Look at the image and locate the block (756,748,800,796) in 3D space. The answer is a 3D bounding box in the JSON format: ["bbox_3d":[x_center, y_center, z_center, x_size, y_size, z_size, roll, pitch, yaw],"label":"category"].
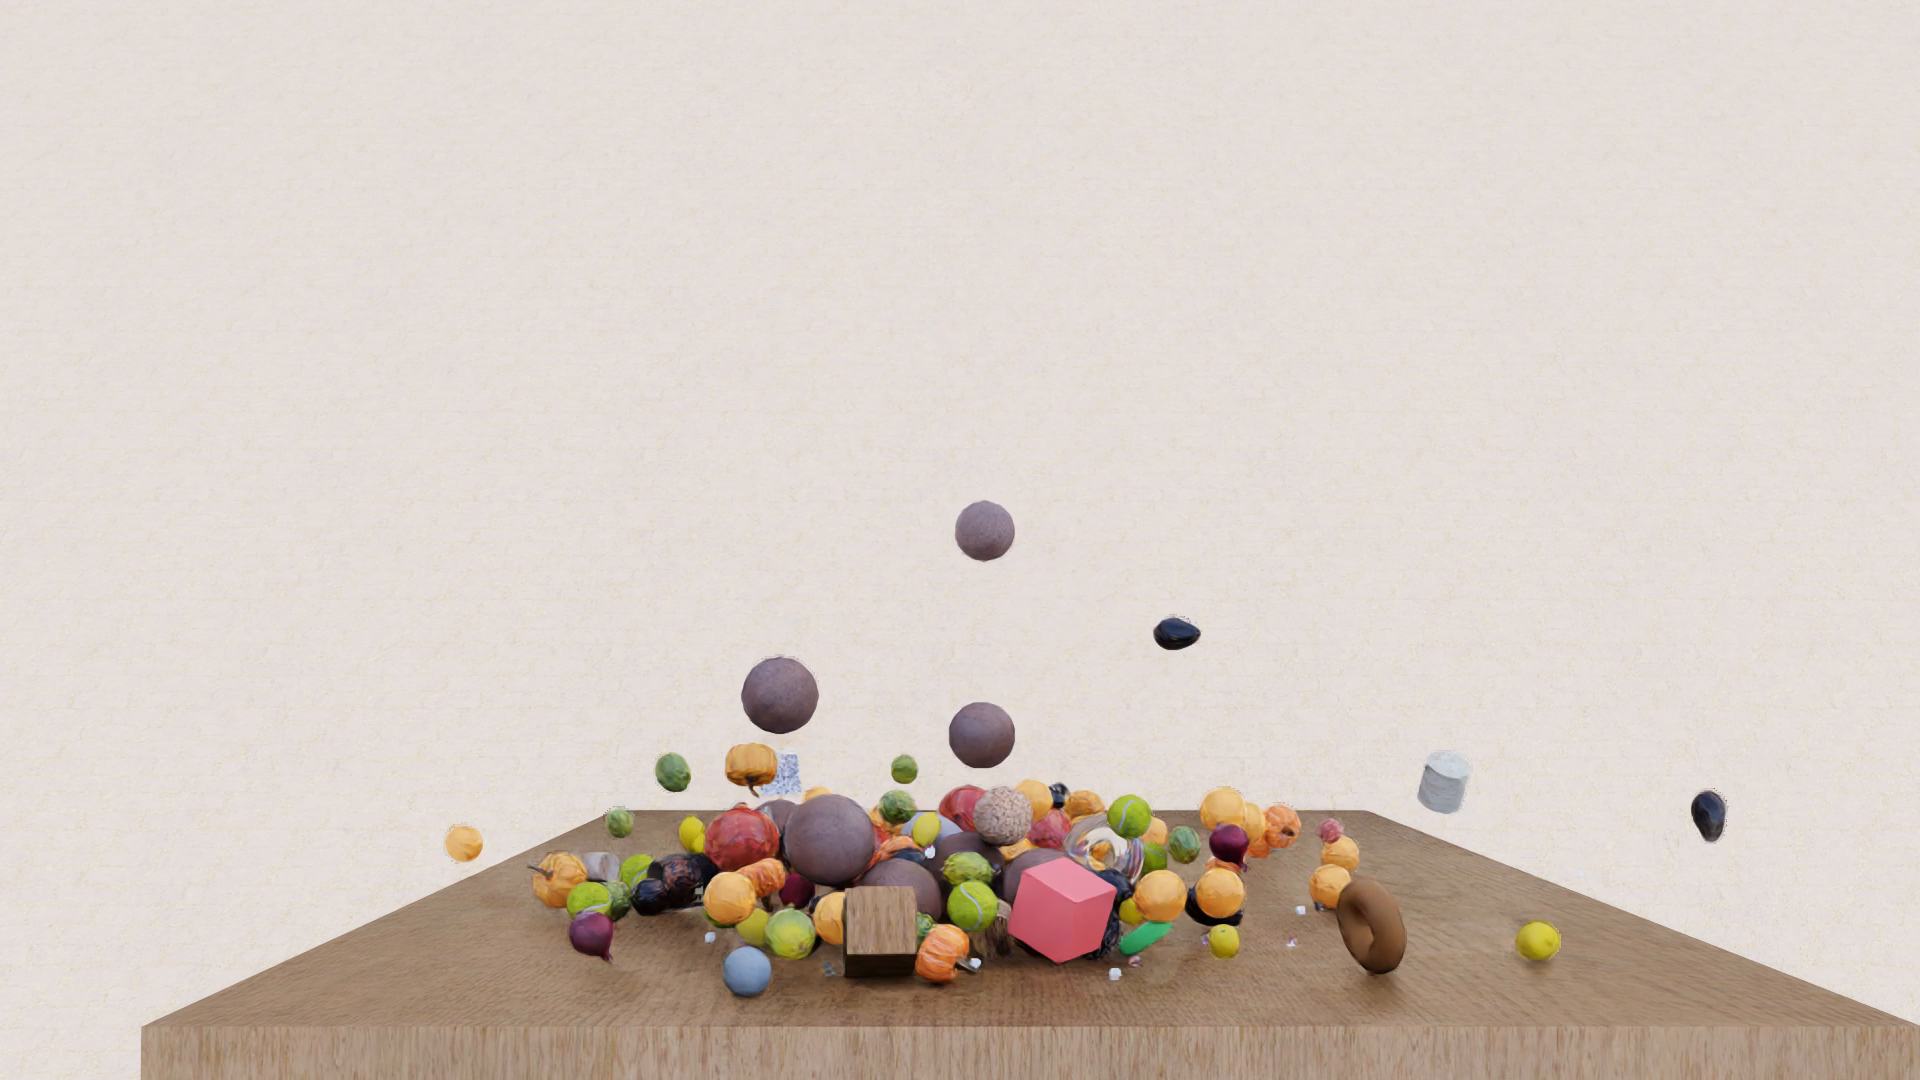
[{"bbox_3d":[-0.351,0.449,5.038,0.076,0.076,0.076,-5,4,-7],"label":"block"}]

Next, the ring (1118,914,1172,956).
[{"bbox_3d":[0.256,0.545,3.585,0.083,0.083,0.028,-28,79,-32],"label":"ring"}]

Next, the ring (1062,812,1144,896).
[{"bbox_3d":[0.227,0.506,4.156,0.143,0.048,0.143,-8,71,25],"label":"ring"}]

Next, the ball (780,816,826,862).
[{"bbox_3d":[-0.237,0.452,3.928,0.071,0.071,0.071,0,37,0],"label":"ball"}]

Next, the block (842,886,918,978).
[{"bbox_3d":[-0.104,0.505,3.345,0.090,0.090,0.090,0,61,-6],"label":"block"}]

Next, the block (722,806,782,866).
[{"bbox_3d":[-0.387,0.556,4.888,0.084,0.084,0.084,-21,-4,1],"label":"block"}]

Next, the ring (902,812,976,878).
[{"bbox_3d":[-0.037,0.530,4.476,0.146,0.049,0.146,29,29,-18],"label":"ring"}]

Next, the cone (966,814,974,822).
[{"bbox_3d":[0.053,0.631,5.881,0.087,0.087,0.087,-3,37,-3],"label":"cone"}]

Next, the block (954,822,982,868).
[{"bbox_3d":[-0.012,0.597,5.091,0.085,0.085,0.085,1,-3,-22],"label":"block"}]

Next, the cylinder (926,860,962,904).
[{"bbox_3d":[-0.041,0.561,4.245,0.069,0.069,0.069,11,68,-29],"label":"cylinder"}]

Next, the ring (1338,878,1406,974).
[{"bbox_3d":[0.538,0.505,3.406,0.043,0.128,0.128,-14,39,-21],"label":"ring"}]

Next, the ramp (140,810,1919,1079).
[{"bbox_3d":[0.081,0.682,4.916,2.000,0.100,4.000,0,-2,0],"label":"ramp"}]

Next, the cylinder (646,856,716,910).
[{"bbox_3d":[-0.442,0.544,4.125,0.083,0.083,0.083,5,31,-31],"label":"cylinder"}]

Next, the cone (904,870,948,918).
[{"bbox_3d":[-0.039,0.557,4.092,0.076,0.076,0.076,-28,9,-32],"label":"cone"}]

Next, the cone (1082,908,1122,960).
[{"bbox_3d":[0.204,0.540,3.592,0.083,0.083,0.083,30,6,34],"label":"cone"}]

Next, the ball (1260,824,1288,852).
[{"bbox_3d":[0.662,0.628,5.492,0.058,0.058,0.058,0,37,0],"label":"ball"}]

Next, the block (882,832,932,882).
[{"bbox_3d":[-0.086,0.517,4.240,0.051,0.051,0.051,34,52,-18],"label":"block"}]

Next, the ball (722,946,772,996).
[{"bbox_3d":[-0.260,0.527,3.175,0.061,0.061,0.061,0,37,0],"label":"ball"}]

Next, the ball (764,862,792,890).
[{"bbox_3d":[-0.322,0.593,4.597,0.051,0.051,0.051,0,37,0],"label":"ball"}]

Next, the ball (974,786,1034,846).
[{"bbox_3d":[0.063,0.402,3.781,0.088,0.088,0.088,0,37,0],"label":"ball"}]

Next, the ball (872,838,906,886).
[{"bbox_3d":[-0.112,0.574,4.601,0.090,0.090,0.090,0,37,0],"label":"ball"}]

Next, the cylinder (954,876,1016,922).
[{"bbox_3d":[0.039,0.555,3.998,0.069,0.069,0.069,4,33,38],"label":"cylinder"}]

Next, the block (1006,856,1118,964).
[{"bbox_3d":[0.138,0.501,3.521,0.094,0.094,0.094,28,23,34],"label":"block"}]

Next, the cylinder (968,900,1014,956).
[{"bbox_3d":[0.047,0.536,3.596,0.063,0.063,0.063,4,6,6],"label":"cylinder"}]

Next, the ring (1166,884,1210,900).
[{"bbox_3d":[0.389,0.599,4.437,0.077,0.026,0.077,-1,-6,0],"label":"ring"}]

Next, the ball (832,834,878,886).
[{"bbox_3d":[-0.186,0.576,4.688,0.092,0.092,0.092,0,37,0],"label":"ball"}]

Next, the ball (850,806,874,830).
[{"bbox_3d":[-0.233,0.657,6.136,0.056,0.056,0.056,0,37,0],"label":"ball"}]

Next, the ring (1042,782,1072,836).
[{"bbox_3d":[0.219,0.612,5.906,0.041,0.123,0.123,7,37,23],"label":"ring"}]

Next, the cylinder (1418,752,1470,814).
[{"bbox_3d":[0.946,0.474,5.086,0.086,0.086,0.086,7,30,-4],"label":"cylinder"}]

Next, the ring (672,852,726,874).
[{"bbox_3d":[-0.502,0.612,4.911,0.121,0.040,0.121,-3,-5,0],"label":"ring"}]
